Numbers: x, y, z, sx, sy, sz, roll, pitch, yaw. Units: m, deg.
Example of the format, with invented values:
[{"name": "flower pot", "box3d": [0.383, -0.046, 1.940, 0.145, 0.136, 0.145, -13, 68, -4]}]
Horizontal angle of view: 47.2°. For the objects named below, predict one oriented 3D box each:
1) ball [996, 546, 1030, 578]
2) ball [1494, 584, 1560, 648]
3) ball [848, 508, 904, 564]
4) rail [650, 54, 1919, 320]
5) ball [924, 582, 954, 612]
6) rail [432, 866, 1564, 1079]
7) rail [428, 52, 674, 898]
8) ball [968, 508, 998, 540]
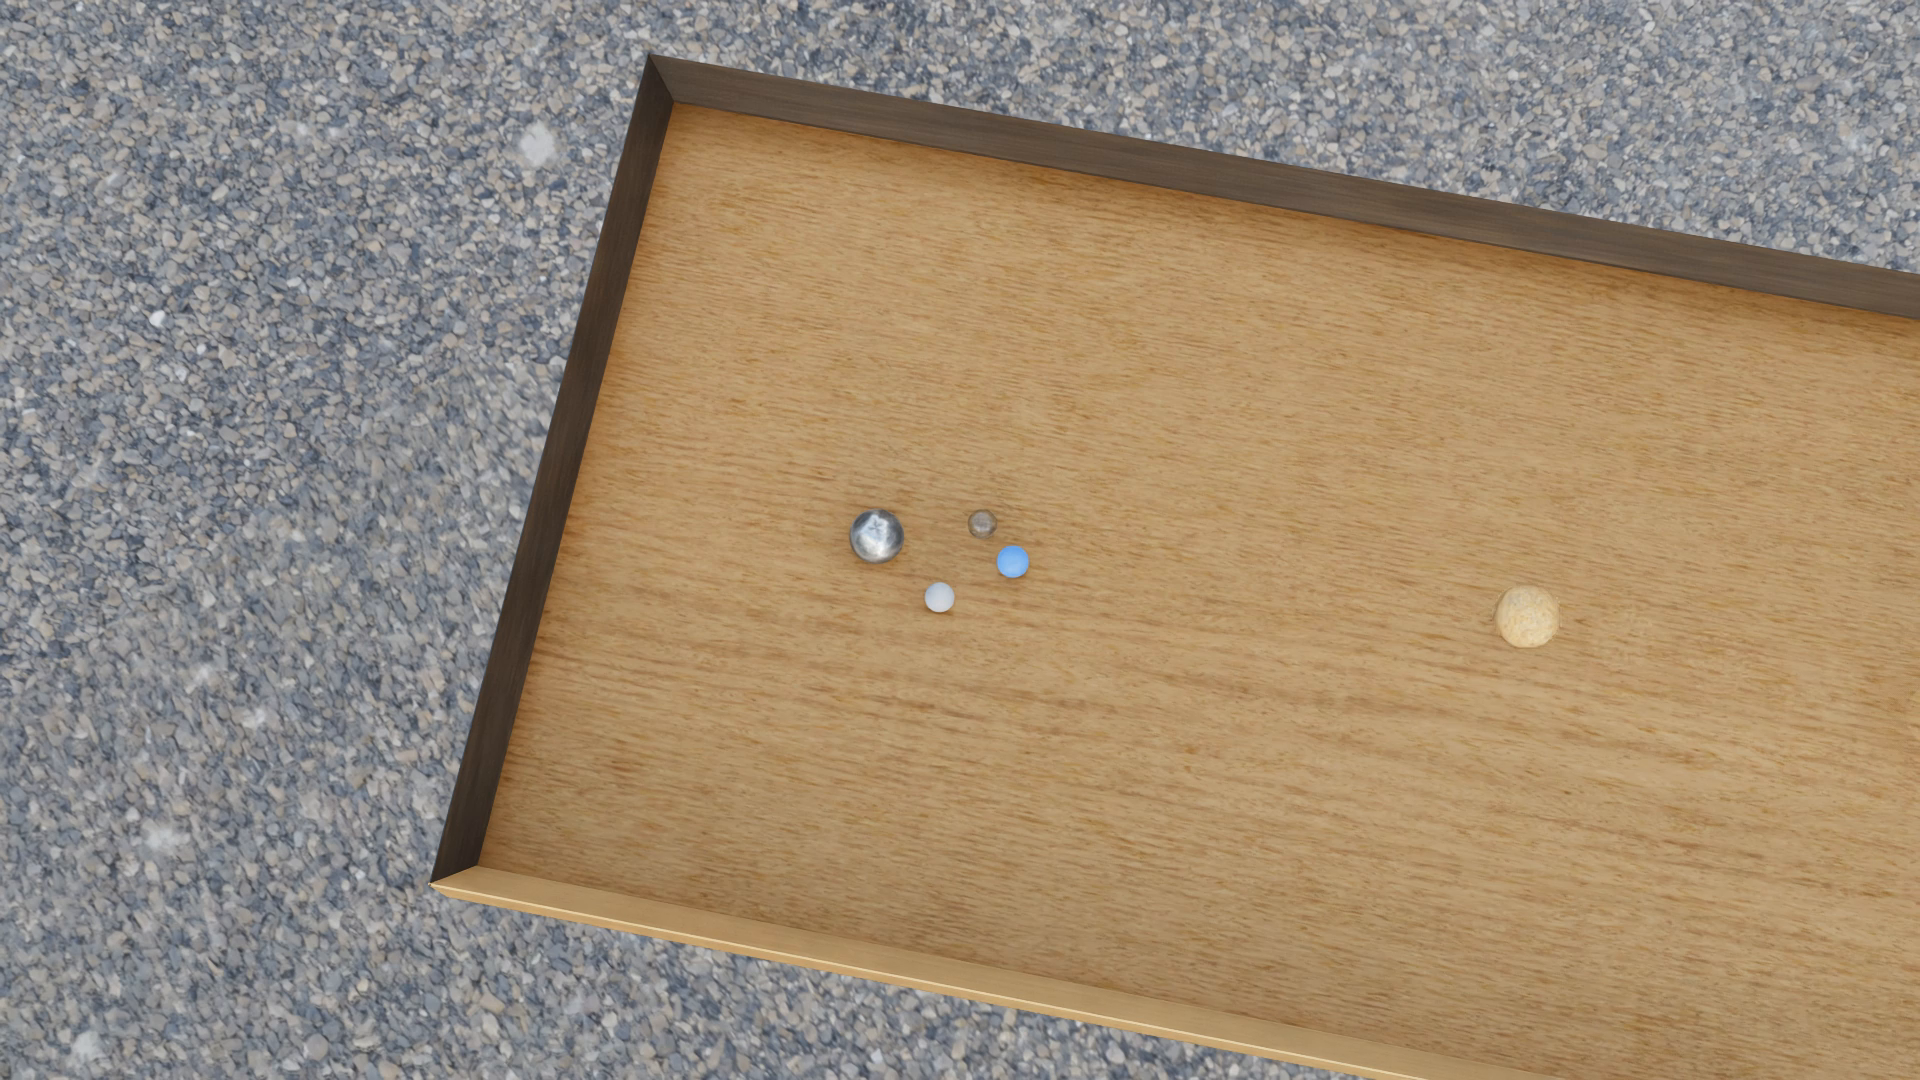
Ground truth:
[{"name": "ball", "box3d": [0.081, 0.033, 3.381, 0.050, 0.050, 0.050, 0, 73, 0]}, {"name": "ball", "box3d": [0.860, 0.116, 3.332, 0.096, 0.096, 0.096, 0, 73, 0]}, {"name": "ball", "box3d": [-0.128, -0.006, 3.375, 0.086, 0.086, 0.086, 0, 73, 0]}, {"name": "rail", "box3d": [0.754, -0.508, 3.506, 2.566, 0.125, 0.045, 10, 73, 3]}, {"name": "ball", "box3d": [-0.031, 0.088, 3.366, 0.046, 0.046, 0.046, 0, 73, 0]}, {"name": "rail", "box3d": [0.505, 0.721, 3.131, 2.566, 0.125, 0.045, 10, 73, 3]}, {"name": "rail", "box3d": [-0.607, -0.122, 3.388, 0.045, 0.125, 1.357, 10, 73, 3]}, {"name": "ball", "box3d": [0.035, -0.025, 3.401, 0.047, 0.047, 0.047, 0, 73, 0]}]
